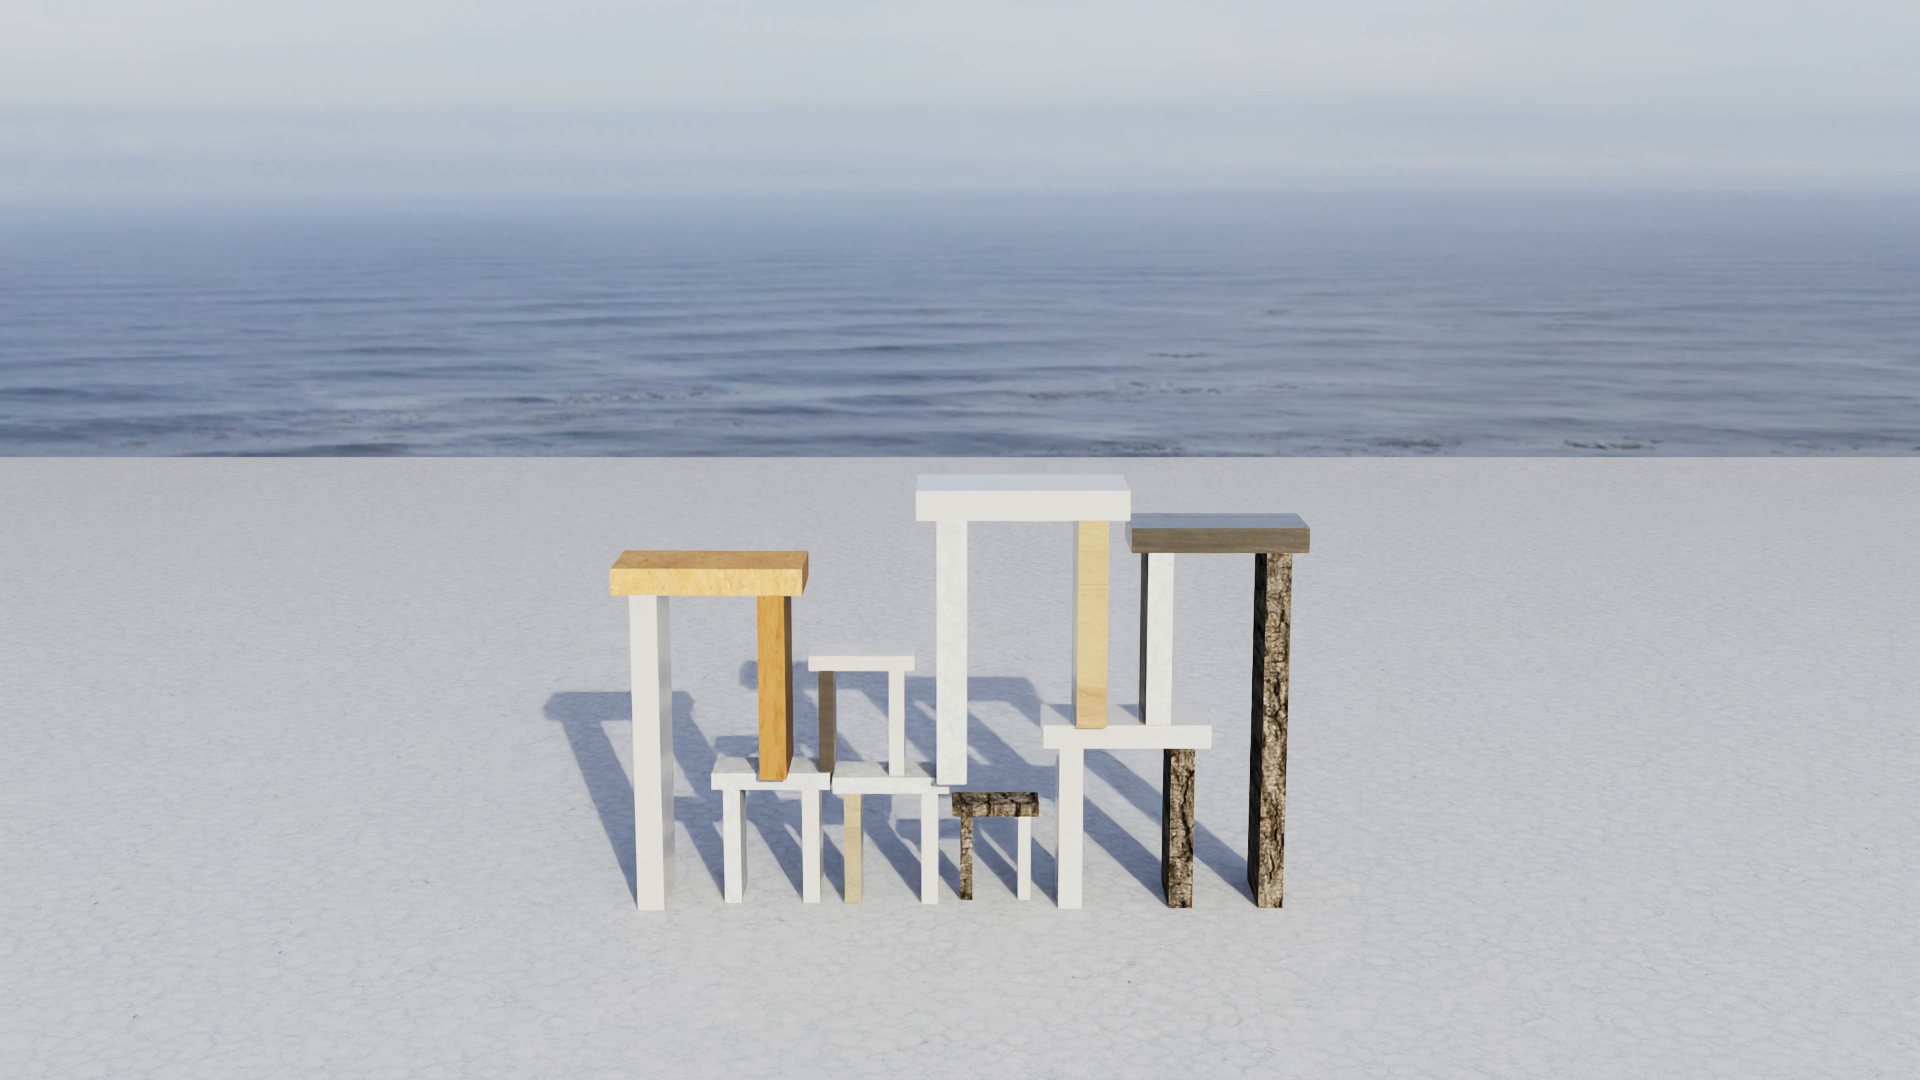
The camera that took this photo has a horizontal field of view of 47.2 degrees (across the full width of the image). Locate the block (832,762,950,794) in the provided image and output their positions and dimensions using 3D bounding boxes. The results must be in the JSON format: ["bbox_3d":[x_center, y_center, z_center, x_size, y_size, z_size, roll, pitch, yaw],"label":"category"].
[{"bbox_3d":[-0.113,0.392,3.628,0.189,0.027,0.095,0,11,0],"label":"block"}]

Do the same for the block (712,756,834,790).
[{"bbox_3d":[-0.309,0.385,3.635,0.194,0.027,0.097,0,11,0],"label":"block"}]

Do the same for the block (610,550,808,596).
[{"bbox_3d":[-0.403,0.053,3.566,0.304,0.043,0.152,0,11,0],"label":"block"}]

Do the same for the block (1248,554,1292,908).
[{"bbox_3d":[0.508,0.299,3.615,0.040,0.592,0.141,0,11,0],"label":"block"}]

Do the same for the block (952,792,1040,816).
[{"bbox_3d":[0.058,0.438,3.646,0.143,0.020,0.072,0,11,0],"label":"block"}]

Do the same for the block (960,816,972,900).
[{"bbox_3d":[0.011,0.519,3.661,0.020,0.143,0.072,0,11,0],"label":"block"}]

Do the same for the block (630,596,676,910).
[{"bbox_3d":[-0.504,0.332,3.618,0.043,0.525,0.152,0,11,0],"label":"block"}]

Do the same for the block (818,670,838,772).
[{"bbox_3d":[-0.218,0.288,3.617,0.024,0.171,0.085,0,11,0],"label":"block"}]

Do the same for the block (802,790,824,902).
[{"bbox_3d":[-0.244,0.494,3.656,0.027,0.193,0.097,0,11,0],"label":"block"}]

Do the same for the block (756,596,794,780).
[{"bbox_3d":[-0.302,0.224,3.598,0.043,0.304,0.152,0,11,0],"label":"block"}]

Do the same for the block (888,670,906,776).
[{"bbox_3d":[-0.103,0.290,3.618,0.024,0.176,0.086,0,11,0],"label":"block"}]

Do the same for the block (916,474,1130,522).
[{"bbox_3d":[0.099,-0.069,3.544,0.337,0.048,0.169,0,11,0],"label":"block"}]

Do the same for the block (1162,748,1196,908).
[{"bbox_3d":[0.361,0.457,3.641,0.038,0.271,0.135,0,11,0],"label":"block"}]

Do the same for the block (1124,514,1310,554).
[{"bbox_3d":[0.414,-0.012,3.558,0.283,0.040,0.141,0,11,0],"label":"block"}]

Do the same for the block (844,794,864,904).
[{"bbox_3d":[-0.176,0.498,3.648,0.027,0.189,0.095,0,11,0],"label":"block"}]

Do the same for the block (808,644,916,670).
[{"bbox_3d":[-0.160,0.192,3.598,0.171,0.024,0.086,0,11,0],"label":"block"}]

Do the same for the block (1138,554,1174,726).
[{"bbox_3d":[0.320,0.147,3.587,0.040,0.283,0.141,0,11,0],"label":"block"}]

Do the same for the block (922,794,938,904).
[{"bbox_3d":[-0.050,0.498,3.648,0.027,0.189,0.095,0,11,0],"label":"block"}]

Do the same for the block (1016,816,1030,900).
[{"bbox_3d":[0.106,0.519,3.661,0.020,0.143,0.072,0,11,0],"label":"block"}]

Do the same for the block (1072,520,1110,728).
[{"bbox_3d":[0.211,0.120,3.580,0.048,0.338,0.169,0,11,0],"label":"block"}]

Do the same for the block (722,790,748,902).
[{"bbox_3d":[-0.374,0.494,3.656,0.027,0.194,0.097,0,11,0],"label":"block"}]

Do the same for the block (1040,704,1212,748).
[{"bbox_3d":[0.270,0.305,3.612,0.271,0.038,0.135,0,11,0],"label":"block"}]

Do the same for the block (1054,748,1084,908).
[{"bbox_3d":[0.180,0.457,3.641,0.038,0.271,0.135,0,11,0],"label":"block"}]

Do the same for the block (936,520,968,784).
[{"bbox_3d":[-0.013,0.167,3.587,0.048,0.431,0.169,0,11,0],"label":"block"}]
